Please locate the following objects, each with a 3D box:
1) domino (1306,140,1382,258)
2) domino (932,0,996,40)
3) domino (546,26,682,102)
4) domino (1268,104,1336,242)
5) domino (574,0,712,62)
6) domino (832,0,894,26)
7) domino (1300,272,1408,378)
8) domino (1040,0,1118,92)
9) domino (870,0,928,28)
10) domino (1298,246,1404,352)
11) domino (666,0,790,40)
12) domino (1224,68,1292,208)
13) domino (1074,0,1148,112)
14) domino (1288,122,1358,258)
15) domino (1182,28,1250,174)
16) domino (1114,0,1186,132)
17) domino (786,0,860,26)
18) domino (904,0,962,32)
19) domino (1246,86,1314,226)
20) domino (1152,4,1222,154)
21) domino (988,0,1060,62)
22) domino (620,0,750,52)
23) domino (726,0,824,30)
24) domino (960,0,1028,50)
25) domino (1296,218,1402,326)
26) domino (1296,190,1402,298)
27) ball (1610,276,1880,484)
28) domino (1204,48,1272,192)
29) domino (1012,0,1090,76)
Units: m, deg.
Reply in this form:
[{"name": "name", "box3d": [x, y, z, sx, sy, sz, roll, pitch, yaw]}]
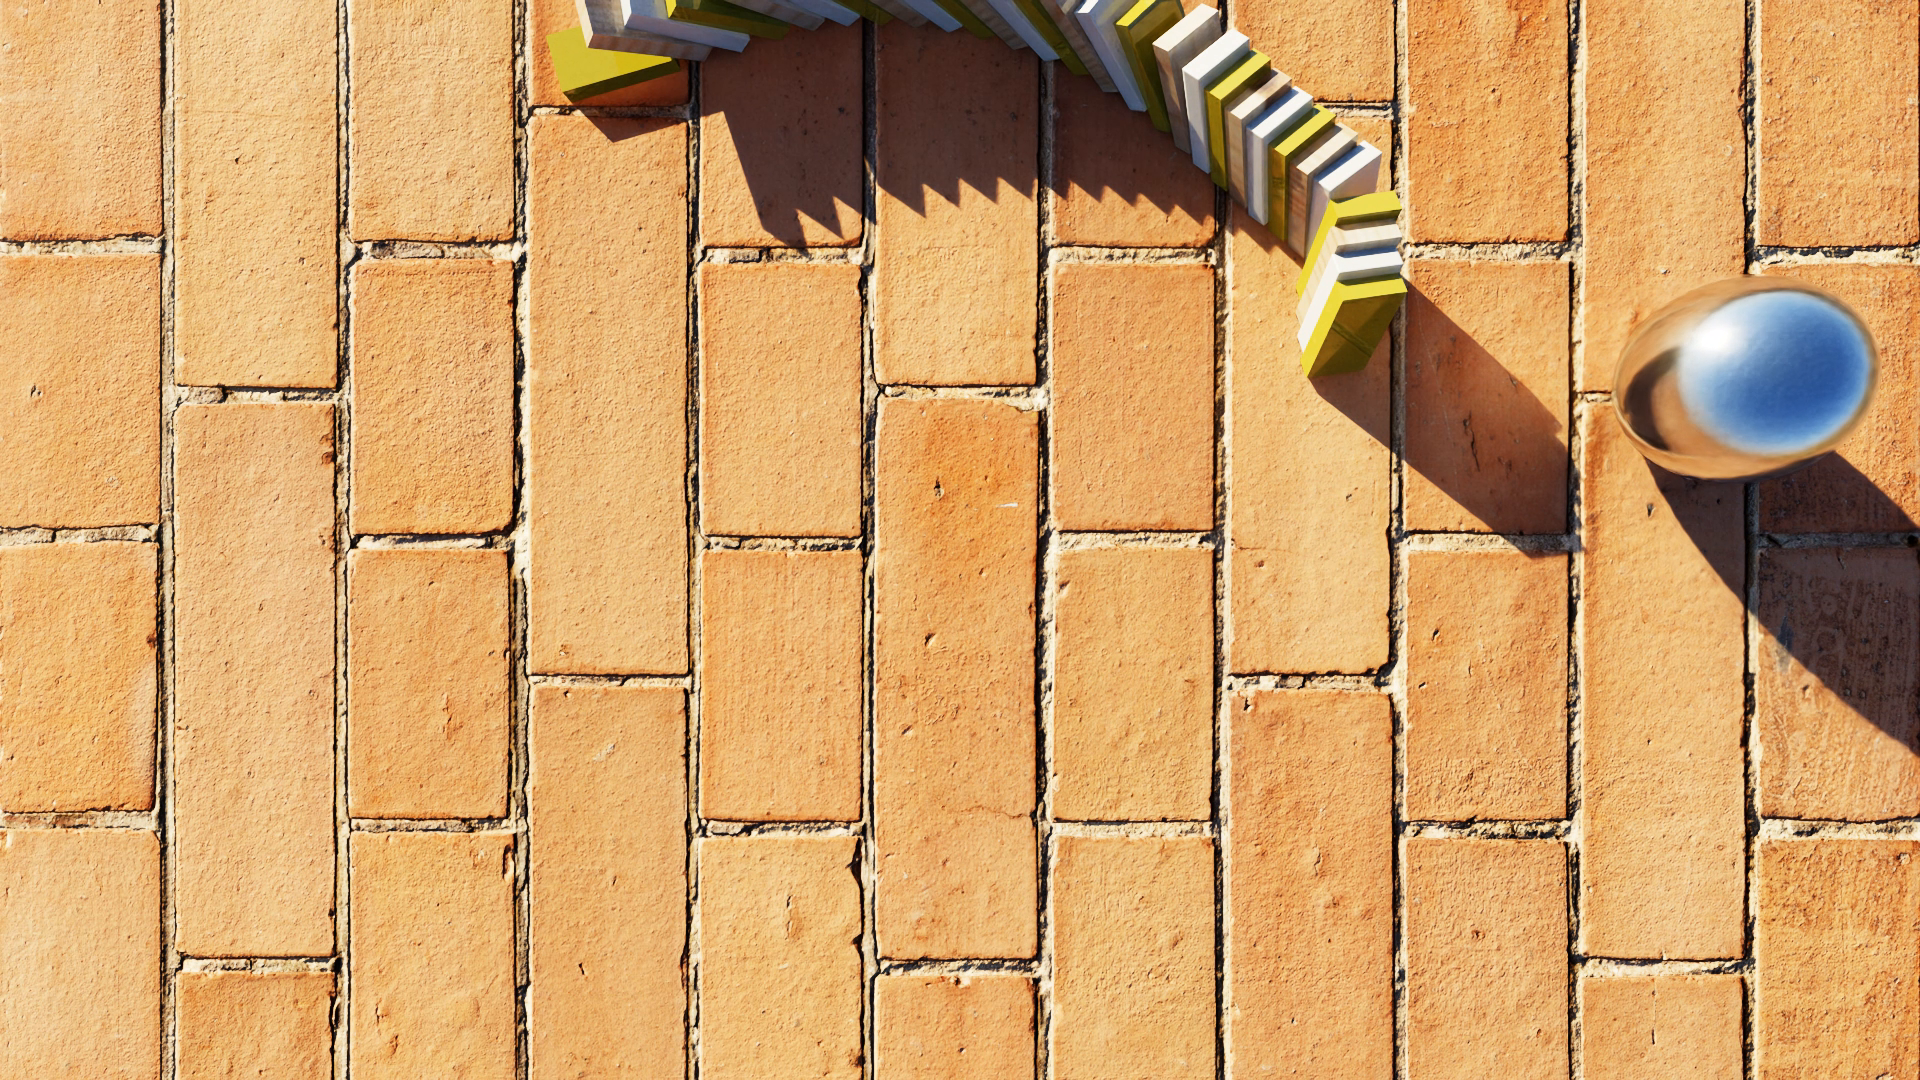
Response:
[{"name": "domino", "box3d": [0.156, -0.135, 0.376, 0.025, 0.050, 0.009, -36, 61, -1]}, {"name": "domino", "box3d": [-0.002, -0.235, 0.380, 0.050, 0.010, 0.025, 17, 90, -40]}, {"name": "domino", "box3d": [-0.149, -0.210, 0.395, 0.050, 0.010, 0.025, -16, 90, 0]}, {"name": "domino", "box3d": [0.139, -0.149, 0.376, 0.025, 0.050, 0.010, -39, 61, 0]}, {"name": "domino", "box3d": [-0.131, -0.216, 0.380, 0.050, 0.009, 0.025, -14, 89, -36]}, {"name": "domino", "box3d": [-0.049, -0.238, 0.380, 0.050, 0.010, 0.025, 4, 90, -40]}, {"name": "domino", "box3d": [0.160, -0.087, 0.376, 0.025, 0.050, 0.009, -8, 64, 0]}, {"name": "domino", "box3d": [0.057, -0.215, 0.380, 0.050, 0.009, 0.025, 34, 90, -41]}, {"name": "domino", "box3d": [-0.033, -0.238, 0.380, 0.050, 0.010, 0.025, 9, 90, -40]}, {"name": "domino", "box3d": [0.159, -0.097, 0.376, 0.025, 0.050, 0.009, -8, 64, 0]}, {"name": "domino", "box3d": [-0.098, -0.227, 0.382, 0.050, 0.010, 0.025, -10, 90, -36]}, {"name": "domino", "box3d": [0.123, -0.163, 0.376, 0.025, 0.050, 0.010, -39, 61, 0]}, {"name": "domino", "box3d": [0.070, -0.207, 0.380, 0.025, 0.009, 0.050, -51, 132, 0]}, {"name": "domino", "box3d": [0.148, -0.142, 0.376, 0.025, 0.050, 0.009, -39, 61, 0]}, {"name": "domino", "box3d": [0.106, -0.178, 0.376, 0.025, 0.050, 0.009, -39, 61, 0]}, {"name": "domino", "box3d": [0.085, -0.199, 0.379, 0.025, 0.009, 0.050, -43, 134, 0]}, {"name": "domino", "box3d": [-0.065, -0.237, 0.381, 0.050, 0.010, 0.025, 0, 90, -39]}, {"name": "domino", "box3d": [-0.018, -0.237, 0.380, 0.050, 0.010, 0.025, 13, 90, -40]}, {"name": "domino", "box3d": [0.131, -0.156, 0.376, 0.025, 0.050, 0.010, -39, 61, 0]}, {"name": "domino", "box3d": [0.097, -0.188, 0.377, 0.025, 0.050, 0.009, -39, 54, 0]}, {"name": "domino", "box3d": [0.028, -0.227, 0.380, 0.050, 0.010, 0.025, 25, 90, -41]}, {"name": "domino", "box3d": [-0.115, -0.223, 0.381, 0.050, 0.009, 0.025, -7, 87, -36]}, {"name": "domino", "box3d": [-0.081, -0.233, 0.380, 0.050, 0.009, 0.025, -4, 90, -39]}, {"name": "domino", "box3d": [0.013, -0.231, 0.380, 0.050, 0.010, 0.025, 21, 90, -40]}, {"name": "domino", "box3d": [0.158, -0.108, 0.376, 0.025, 0.050, 0.009, -8, 64, 0]}, {"name": "domino", "box3d": [0.158, -0.119, 0.376, 0.025, 0.050, 0.010, -8, 64, 0]}, {"name": "ball", "box3d": [0.305, -0.062, 0.360, 0.080, 0.080, 0.080, 0, 90, 0]}, {"name": "domino", "box3d": [0.115, -0.171, 0.376, 0.025, 0.050, 0.009, -39, 61, 0]}, {"name": "domino", "box3d": [0.042, -0.221, 0.380, 0.050, 0.010, 0.025, 29, 90, -41]}]
